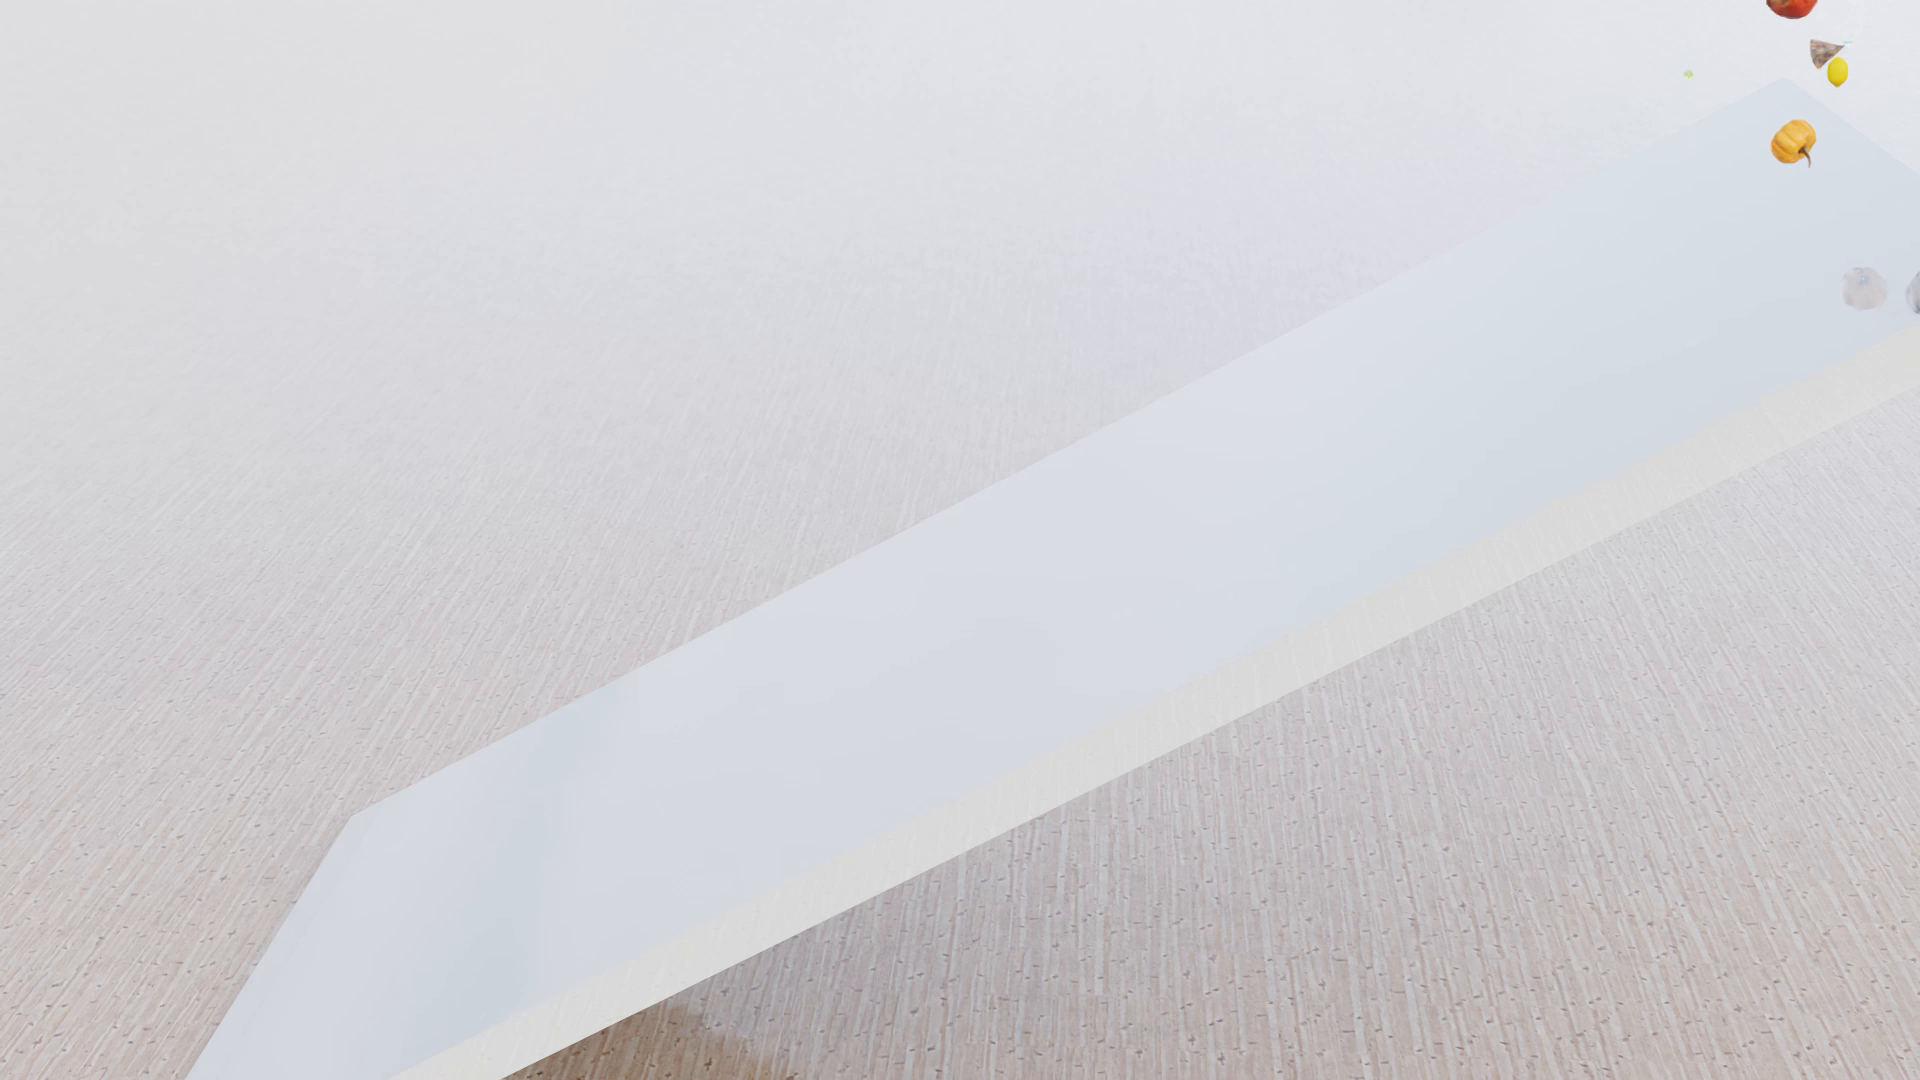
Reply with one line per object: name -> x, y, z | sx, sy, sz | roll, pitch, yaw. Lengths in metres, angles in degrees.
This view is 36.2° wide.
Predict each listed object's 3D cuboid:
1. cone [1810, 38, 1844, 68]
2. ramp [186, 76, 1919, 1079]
cone -> 1.697, -0.955, 5.734 | 0.060, 0.060, 0.060 | -11, 8, 37
ramp -> 0.142, 0.167, 6.282 | 4.000, 0.100, 2.000 | -27, 14, 11
